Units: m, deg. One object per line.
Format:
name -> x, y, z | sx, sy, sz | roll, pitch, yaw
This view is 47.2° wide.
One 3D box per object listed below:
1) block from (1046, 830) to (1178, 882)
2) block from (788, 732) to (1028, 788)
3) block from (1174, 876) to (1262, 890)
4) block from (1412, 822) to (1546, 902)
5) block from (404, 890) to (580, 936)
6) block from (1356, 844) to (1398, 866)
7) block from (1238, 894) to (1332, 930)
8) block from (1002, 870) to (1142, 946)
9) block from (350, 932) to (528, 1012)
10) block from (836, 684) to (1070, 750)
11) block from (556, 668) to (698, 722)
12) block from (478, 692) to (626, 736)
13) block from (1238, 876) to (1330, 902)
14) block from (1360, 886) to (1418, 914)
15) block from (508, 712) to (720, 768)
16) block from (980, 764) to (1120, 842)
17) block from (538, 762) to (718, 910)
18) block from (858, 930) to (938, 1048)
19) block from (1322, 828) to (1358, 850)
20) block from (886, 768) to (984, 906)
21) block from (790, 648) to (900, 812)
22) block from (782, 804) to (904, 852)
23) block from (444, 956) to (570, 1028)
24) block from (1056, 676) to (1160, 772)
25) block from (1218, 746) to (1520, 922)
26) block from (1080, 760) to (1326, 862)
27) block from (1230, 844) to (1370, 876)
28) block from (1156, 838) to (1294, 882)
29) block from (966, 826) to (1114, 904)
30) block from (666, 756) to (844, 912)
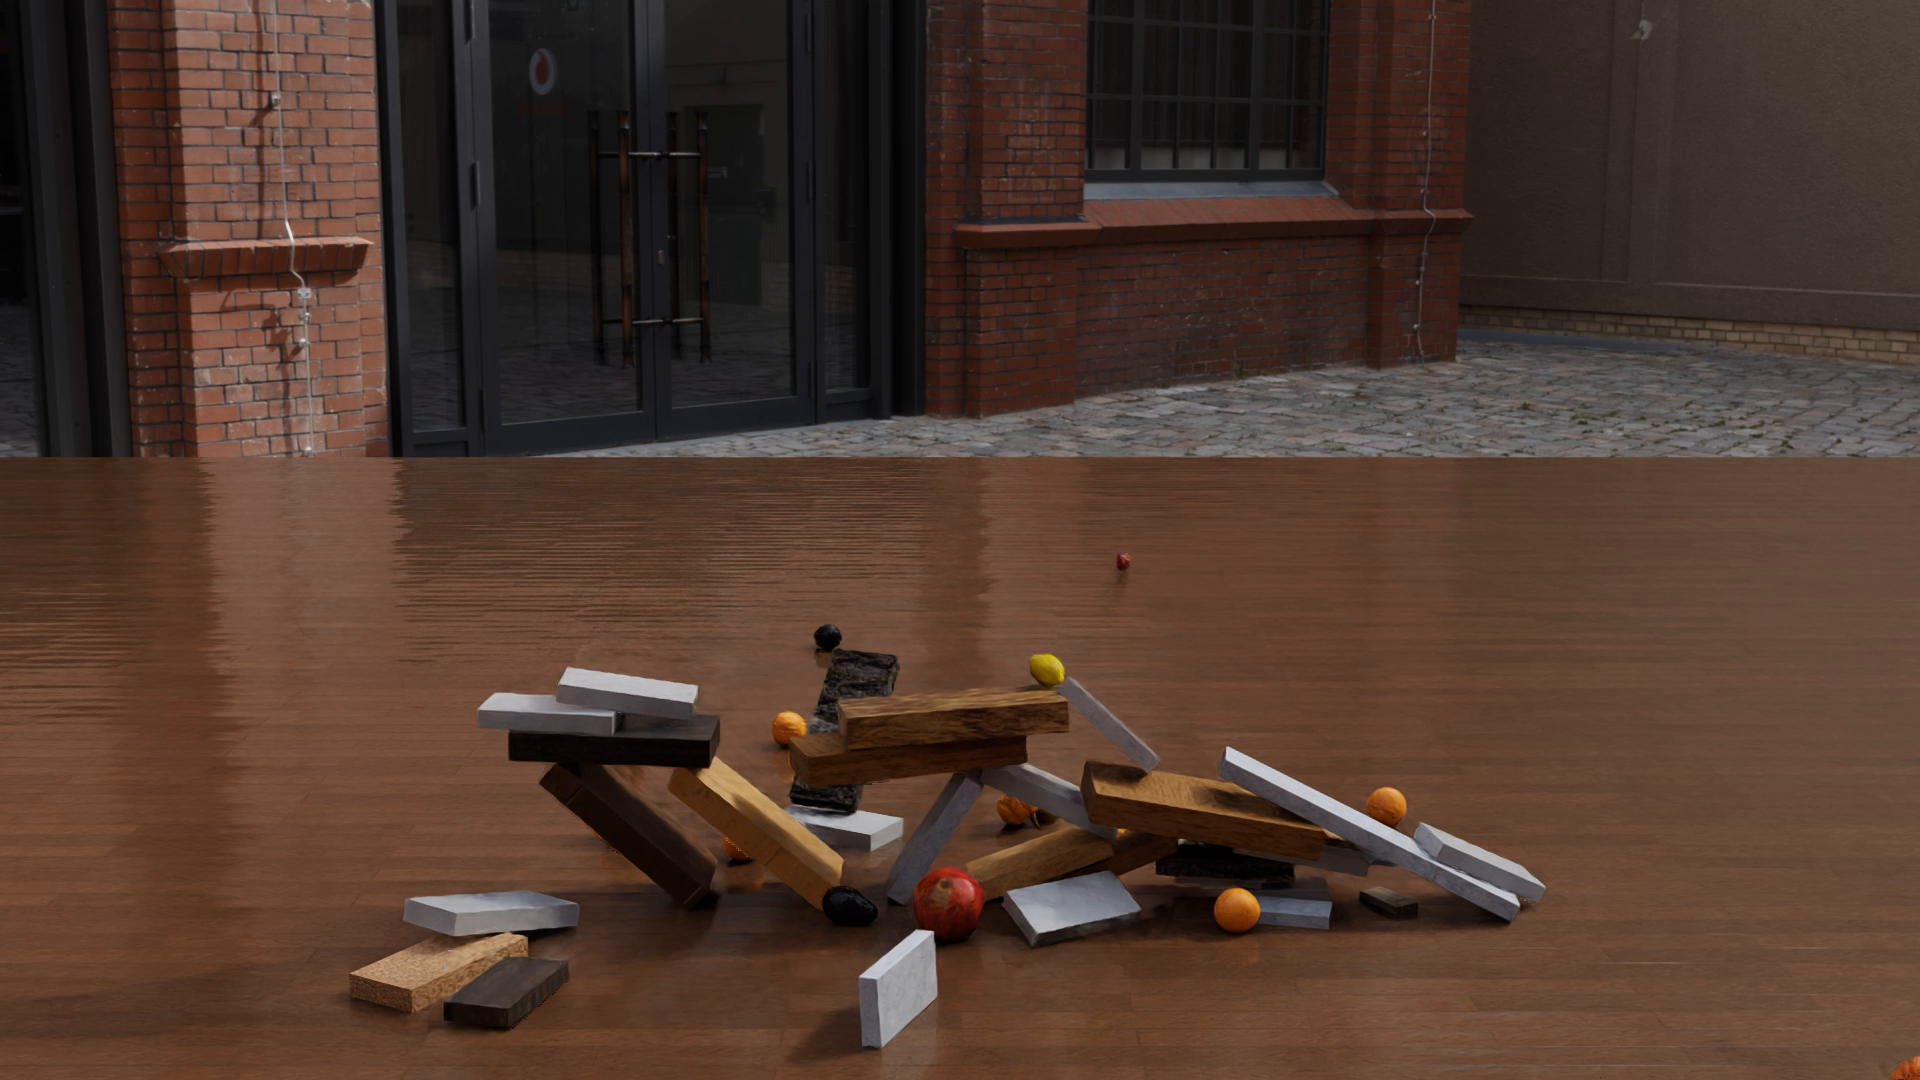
block -> 0.255, 0.527, 3.666 | 0.224, 0.032, 0.112 | -23, 8, 10
block -> -0.087, 0.345, 3.608 | 0.358, 0.051, 0.179 | -5, 6, -14
block -> 0.431, 0.556, 3.670 | 0.145, 0.021, 0.072 | 3, 11, 8
block -> 0.854, 0.530, 3.616 | 0.202, 0.029, 0.101 | 24, 8, -14
block -> -0.733, 0.584, 3.450 | 0.124, 0.035, 0.247 | 6, 0, 39
block -> 0.691, 0.515, 3.619 | 0.092, 0.013, 0.046 | 12, 33, -47
block -> 0.526, 0.601, 3.555 | 0.145, 0.021, 0.072 | 3, 11, 13
block -> 0.180, 0.586, 3.506 | 0.201, 0.028, 0.100 | -6, 36, -31
block -> -0.780, 0.640, 3.305 | 0.124, 0.035, 0.247 | 6, 12, 30
block -> -0.015, 0.288, 3.605 | 0.358, 0.051, 0.179 | -4, 6, -8
block -> -0.546, 0.253, 3.623 | 0.220, 0.031, 0.110 | 8, 11, -4
block -> -0.667, 0.284, 3.599 | 0.220, 0.031, 0.110 | 3, 10, 3
block -> 0.538, 0.581, 3.662 | 0.145, 0.021, 0.072 | 0, 11, 0
block -> 0.705, 0.593, 3.618 | 0.046, 0.013, 0.092 | -6, 12, -29
block -> -0.564, 0.324, 3.617 | 0.323, 0.046, 0.162 | 2, 10, 0
block -> 0.153, 0.422, 3.647 | 0.239, 0.034, 0.120 | 24, 8, 2
block -> -0.545, 0.467, 3.642 | 0.323, 0.046, 0.162 | 42, 8, -7
block -> -0.086, 0.637, 3.134 | 0.028, 0.100, 0.201 | 1, 10, 23
block -> 0.621, 0.495, 3.647 | 0.092, 0.013, 0.046 | 10, 12, -4
block -> -0.042, 0.482, 3.650 | 0.034, 0.239, 0.120 | 33, 9, -6
block -> -0.213, 0.351, 4.084 | 0.124, 0.310, 0.035 | 5, -31, 20
block -> -0.225, 0.516, 3.980 | 0.220, 0.031, 0.110 | 6, 12, 30
block -> -0.660, 0.658, 3.210 | 0.100, 0.028, 0.201 | 3, 9, 15
block -> 0.246, 0.305, 3.636 | 0.202, 0.029, 0.101 | 42, 2, 6
block -> 0.663, 0.477, 3.586 | 0.523, 0.029, 0.101 | 26, 10, 4
block -> 0.393, 0.441, 3.603 | 0.376, 0.051, 0.179 | 10, 12, -4
block -> 0.559, 0.505, 3.651 | 0.224, 0.032, 0.112 | 10, 12, -2
block -> 0.440, 0.531, 3.667 | 0.224, 0.032, 0.112 | 2, 11, 4
block -> 0.132, 0.533, 3.668 | 0.239, 0.034, 0.120 | -20, 10, 0
block -> -0.336, 0.471, 3.643 | 0.323, 0.046, 0.162 | 40, 8, -7
